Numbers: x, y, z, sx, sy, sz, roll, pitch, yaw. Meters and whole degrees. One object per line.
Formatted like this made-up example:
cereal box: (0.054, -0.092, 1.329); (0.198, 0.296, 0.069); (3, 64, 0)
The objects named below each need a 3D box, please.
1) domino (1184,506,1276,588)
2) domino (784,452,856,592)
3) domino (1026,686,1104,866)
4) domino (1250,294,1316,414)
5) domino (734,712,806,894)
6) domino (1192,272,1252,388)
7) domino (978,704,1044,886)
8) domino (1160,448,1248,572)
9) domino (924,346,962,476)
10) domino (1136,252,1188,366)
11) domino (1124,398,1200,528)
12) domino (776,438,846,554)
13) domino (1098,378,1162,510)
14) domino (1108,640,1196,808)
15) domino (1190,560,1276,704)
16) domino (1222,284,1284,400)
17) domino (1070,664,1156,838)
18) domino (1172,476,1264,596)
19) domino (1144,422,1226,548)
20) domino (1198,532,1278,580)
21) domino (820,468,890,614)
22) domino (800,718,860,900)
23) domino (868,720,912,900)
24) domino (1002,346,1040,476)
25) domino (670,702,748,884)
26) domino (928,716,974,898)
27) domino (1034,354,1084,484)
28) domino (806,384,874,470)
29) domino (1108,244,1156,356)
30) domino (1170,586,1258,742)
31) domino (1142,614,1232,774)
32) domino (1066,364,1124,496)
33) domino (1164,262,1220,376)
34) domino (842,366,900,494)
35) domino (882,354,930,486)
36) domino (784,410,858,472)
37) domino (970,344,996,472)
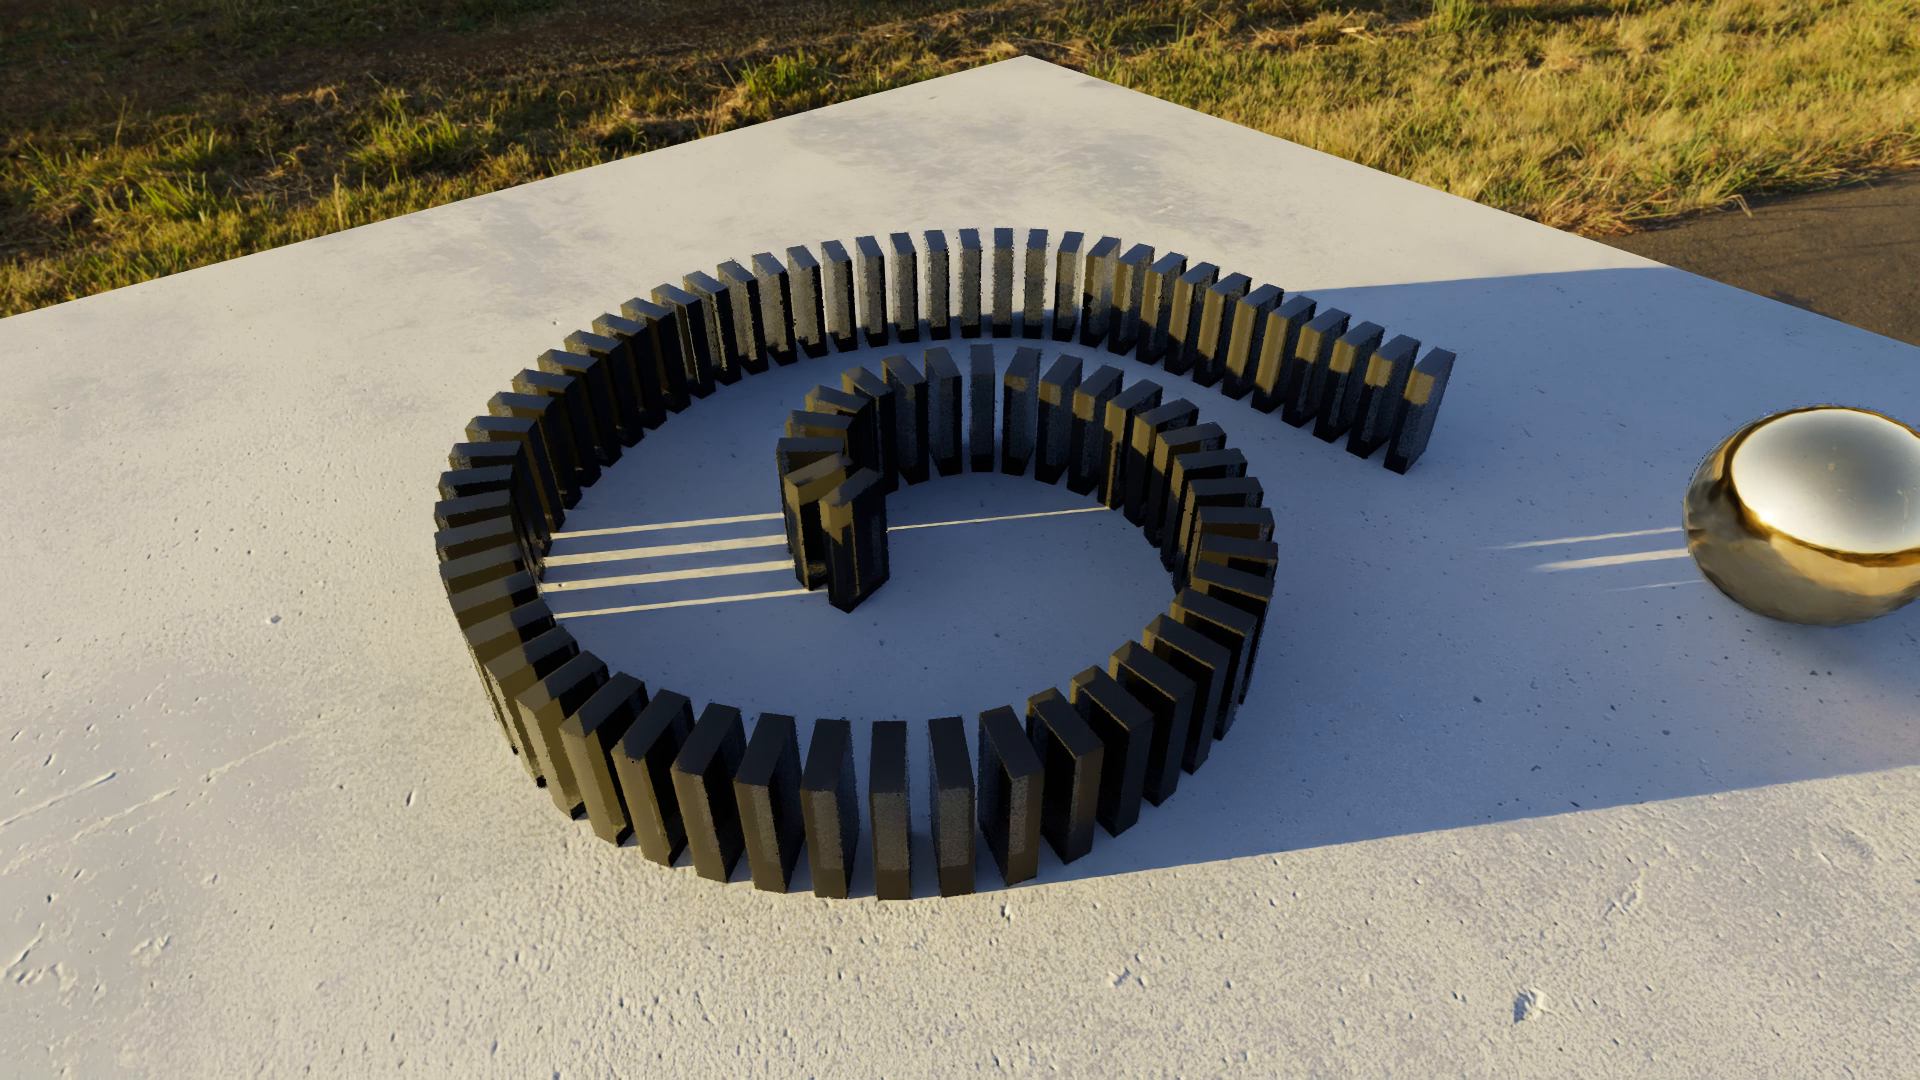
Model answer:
domino: (0.096, 0.011, 0.398); (0.025, 0.050, 0.009); (2, 39, 2)
domino: (-0.052, -0.007, 0.420); (0.025, 0.050, 0.009); (-27, 46, -29)
domino: (0.030, 0.070, 0.326); (0.009, 0.050, 0.025); (-20, 43, -22)
domino: (0.152, -0.087, 0.518); (0.025, 0.050, 0.010); (-32, 49, -33)
domino: (-0.054, 0.077, 0.318); (0.009, 0.050, 0.025); (6, 40, 7)
domino: (0.127, -0.102, 0.536); (0.009, 0.050, 0.025); (30, 48, 32)
domino: (0.014, 0.075, 0.320); (0.010, 0.050, 0.025); (-13, 41, -15)
domino: (0.093, -0.011, 0.425); (0.025, 0.050, 0.009); (-7, 40, -9)
domino: (-0.007, -0.056, 0.479); (0.009, 0.050, 0.025); (-10, 40, -13)
domino: (0.101, -0.116, 0.553); (0.010, 0.050, 0.025); (26, 46, 28)
domino: (0.082, -0.031, 0.450); (0.025, 0.050, 0.010); (-22, 44, -25)
domino: (-0.057, -0.017, 0.432); (0.025, 0.050, 0.010); (-1, 39, -1)
domino: (0.071, -0.040, 0.460); (0.010, 0.050, 0.025); (31, 48, 32)
domino: (0.057, 0.057, 0.341); (0.010, 0.050, 0.025); (-30, 48, -32)
domino: (0.089, 0.032, 0.373); (0.025, 0.050, 0.010); (17, 42, 19)
domino: (0.140, -0.095, 0.527); (0.009, 0.050, 0.025); (32, 49, 33)
domino: (0.044, 0.064, 0.333); (0.009, 0.050, 0.025); (-25, 46, -27)
domino: (0.096, 0.000, 0.412); (0.025, 0.050, 0.009); (-3, 39, -4)
domino: (0.089, -0.021, 0.438); (0.025, 0.050, 0.010); (-12, 41, -15)
domino: (0.094, 0.022, 0.385); (0.025, 0.050, 0.009); (8, 40, 9)
domino: (-0.039, 0.001, 0.411); (0.009, 0.050, 0.025); (24, 45, 27)
domino: (-0.037, 0.078, 0.316); (0.010, 0.050, 0.025); (3, 39, 4)
domino: (-0.020, 0.078, 0.316); (0.009, 0.050, 0.025); (-1, 39, -1)
domino: (0.026, -0.056, 0.479); (0.010, 0.050, 0.025); (11, 41, 13)
domino: (-0.071, 0.074, 0.321); (0.010, 0.050, 0.025); (10, 40, 12)
domino: (-0.003, 0.077, 0.317); (0.010, 0.050, 0.025); (-5, 40, -6)
domino: (0.042, -0.052, 0.475); (0.010, 0.050, 0.025); (17, 42, 20)
domino: (-0.049, -0.038, 0.458); (0.025, 0.050, 0.009); (19, 43, 22)
domino: (0.087, -0.122, 0.561); (0.010, 0.050, 0.025); (22, 44, 25)
domino: (0.080, 0.041, 0.361); (0.025, 0.050, 0.010); (24, 45, 26)
domino: (0.069, 0.050, 0.351); (0.025, 0.050, 0.010); (29, 48, 31)
domino: (0.057, -0.046, 0.468); (0.010, 0.050, 0.025); (23, 45, 26)
domino: (0.115, -0.109, 0.545); (0.009, 0.050, 0.025); (28, 47, 30)
domino: (-0.038, -0.046, 0.467); (0.009, 0.050, 0.025); (-26, 46, -28)
domino: (-0.023, -0.052, 0.474); (0.010, 0.050, 0.025); (-18, 42, -20)
domino: (-0.055, -0.028, 0.445); (0.025, 0.050, 0.009); (8, 40, 9)
domino: (0.010, -0.057, 0.481); (0.009, 0.050, 0.025); (-1, 39, -1)
